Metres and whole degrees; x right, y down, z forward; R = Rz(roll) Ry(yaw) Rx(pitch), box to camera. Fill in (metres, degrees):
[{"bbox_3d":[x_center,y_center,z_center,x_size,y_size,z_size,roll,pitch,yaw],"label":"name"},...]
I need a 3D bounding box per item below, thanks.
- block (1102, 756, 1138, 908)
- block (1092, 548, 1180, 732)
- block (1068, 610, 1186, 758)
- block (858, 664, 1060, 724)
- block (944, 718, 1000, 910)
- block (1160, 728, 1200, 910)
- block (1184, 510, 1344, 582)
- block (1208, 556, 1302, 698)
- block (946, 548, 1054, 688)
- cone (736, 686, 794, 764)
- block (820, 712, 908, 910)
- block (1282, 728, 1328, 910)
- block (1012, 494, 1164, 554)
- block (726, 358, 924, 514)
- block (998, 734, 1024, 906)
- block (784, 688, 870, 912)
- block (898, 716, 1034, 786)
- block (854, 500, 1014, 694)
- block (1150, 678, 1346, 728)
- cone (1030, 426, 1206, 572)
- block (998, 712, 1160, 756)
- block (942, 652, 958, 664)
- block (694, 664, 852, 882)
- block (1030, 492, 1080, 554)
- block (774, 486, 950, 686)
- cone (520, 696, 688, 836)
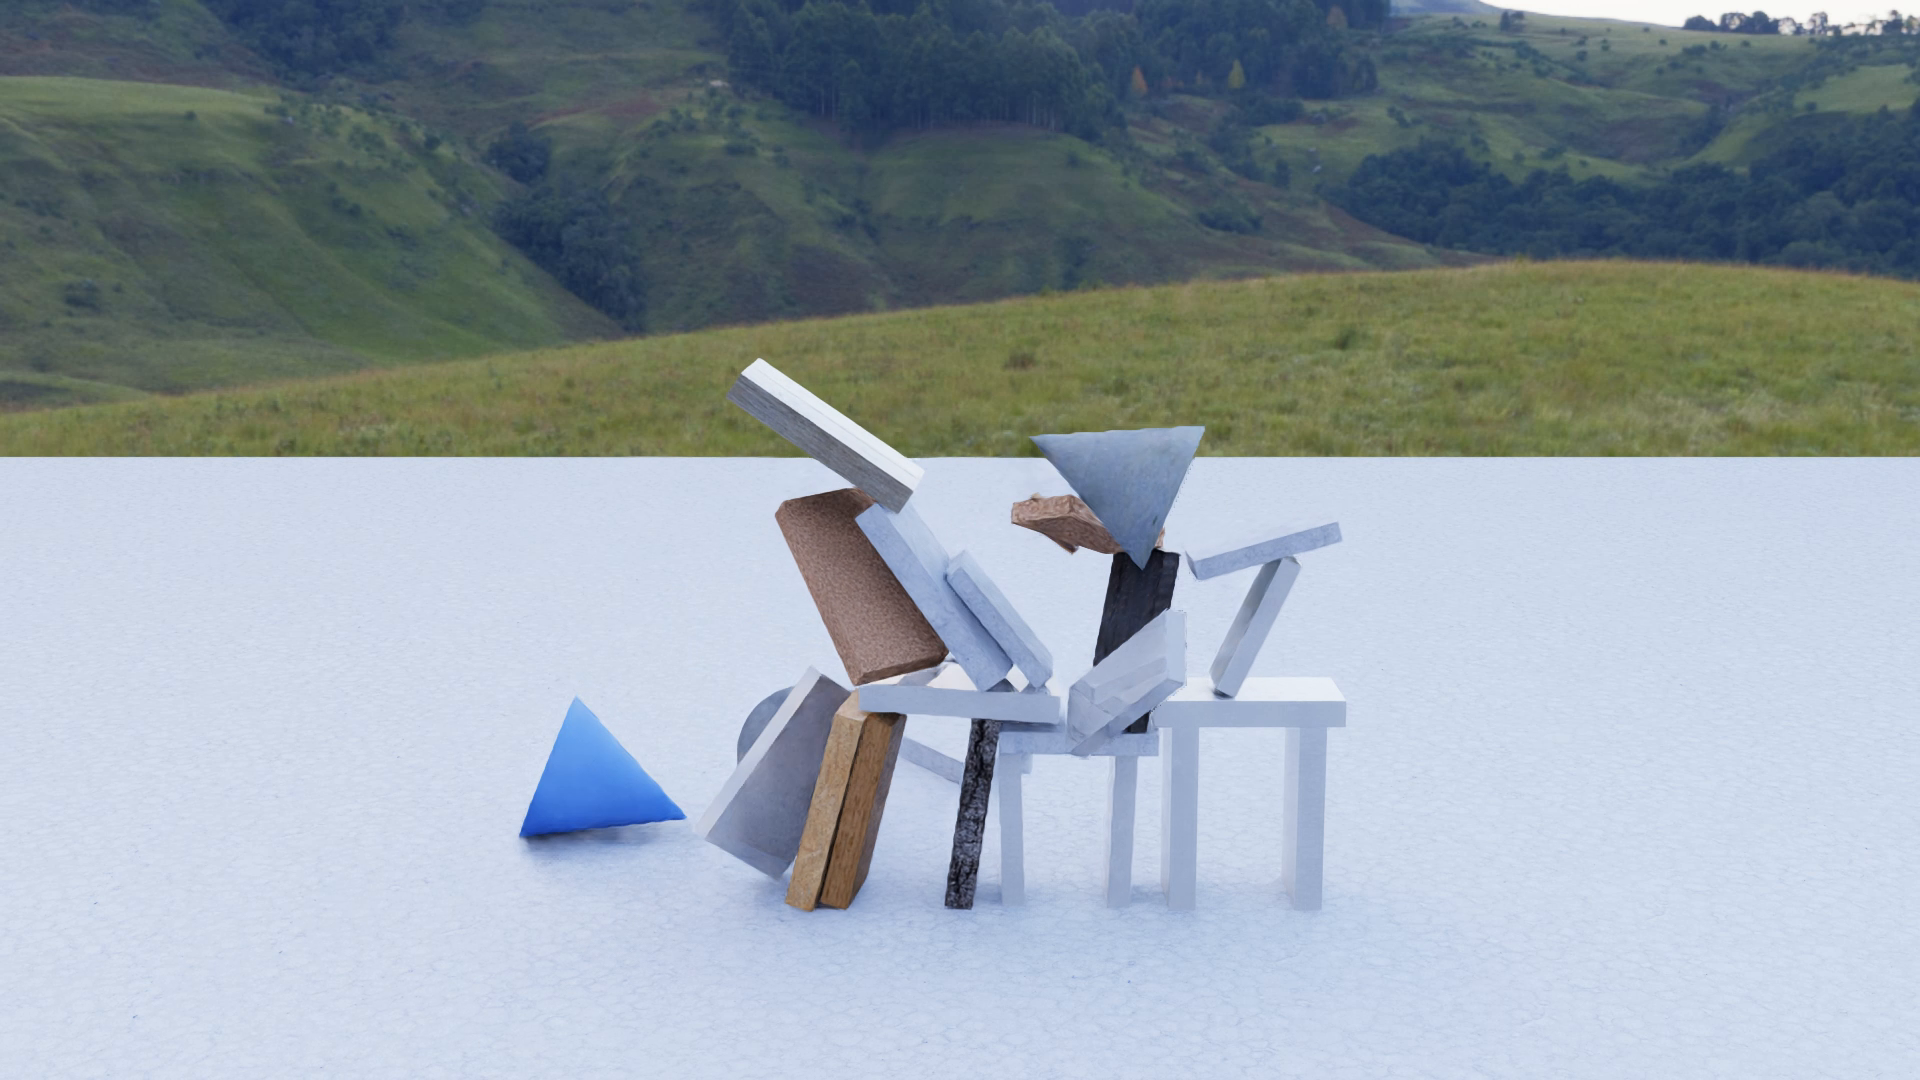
[{"bbox_3d":[0.265,0.463,3.640,0.037,0.258,0.129,2,11,0],"label":"block"},{"bbox_3d":[0.278,0.154,3.571,0.034,0.296,0.119,6,7,-38],"label":"block"},{"bbox_3d":[0.256,0.227,3.426,0.033,0.117,0.308,16,-33,-21],"label":"block"},{"bbox_3d":[-0.001,0.247,3.601,0.322,0.046,0.161,4,11,-1],"label":"block"},{"bbox_3d":[0.023,0.430,3.642,0.046,0.322,0.161,9,11,1],"label":"block"},{"bbox_3d":[0.363,0.439,3.638,0.044,0.309,0.154,0,11,0],"label":"block"},{"bbox_3d":[0.489,0.007,3.559,0.239,0.034,0.119,-16,10,1],"label":"block"},{"bbox_3d":[0.479,0.131,3.583,0.034,0.238,0.119,25,10,-4],"label":"block"},{"bbox_3d":[0.066,0.127,3.586,0.033,0.235,0.117,-37,9,11],"label":"block"},{"bbox_3d":[-0.311,0.437,4.155,0.272,0.272,0.272,-3,-16,-17],"label":"cone"},{"bbox_3d":[-0.155,0.431,3.637,0.046,0.322,0.161,16,13,6],"label":"block"},{"bbox_3d":[0.568,0.439,3.638,0.044,0.309,0.154,0,11,0],"label":"block"},{"bbox_3d":[0.203,-0.023,3.465,0.117,0.033,0.235,-7,-17,42],"label":"block"},{"bbox_3d":[-0.214,-0.169,3.541,0.329,0.047,0.164,34,14,-3],"label":"block"},{"bbox_3d":[0.085,0.462,3.649,0.037,0.258,0.129,-1,10,2],"label":"block"},{"bbox_3d":[-0.207,0.426,3.628,0.048,0.336,0.168,17,13,6],"label":"block"},{"bbox_3d":[-0.014,0.420,4.454,0.168,0.048,0.336,-6,12,-31],"label":"block"},{"bbox_3d":[-0.033,0.079,3.566,0.047,0.344,0.164,-35,2,15],"label":"block"},{"bbox_3d":[0.466,0.265,3.606,0.309,0.044,0.154,0,11,0],"label":"block"},{"bbox_3d":[0.208,-0.107,3.235,0.234,0.234,0.234,24,13,5],"label":"cone"},{"bbox_3d":[0.195,0.317,3.612,0.258,0.037,0.129,1,11,2],"label":"block"},{"bbox_3d":[-0.036,0.191,3.971,0.016,0.058,0.116,-33,-22,24],"label":"block"},{"bbox_3d":[-0.279,0.393,3.707,0.168,0.336,0.048,36,-1,-32],"label":"block"},{"bbox_3d":[0.169,-0.030,3.939,0.116,0.058,0.016,36,42,20],"label":"block"},{"bbox_3d":[-0.161,0.070,3.586,0.164,0.329,0.047,-12,-25,-32],"label":"block"},{"bbox_3d":[-0.618,0.456,3.978,0.272,0.272,0.272,22,9,-7],"label":"cone"}]
